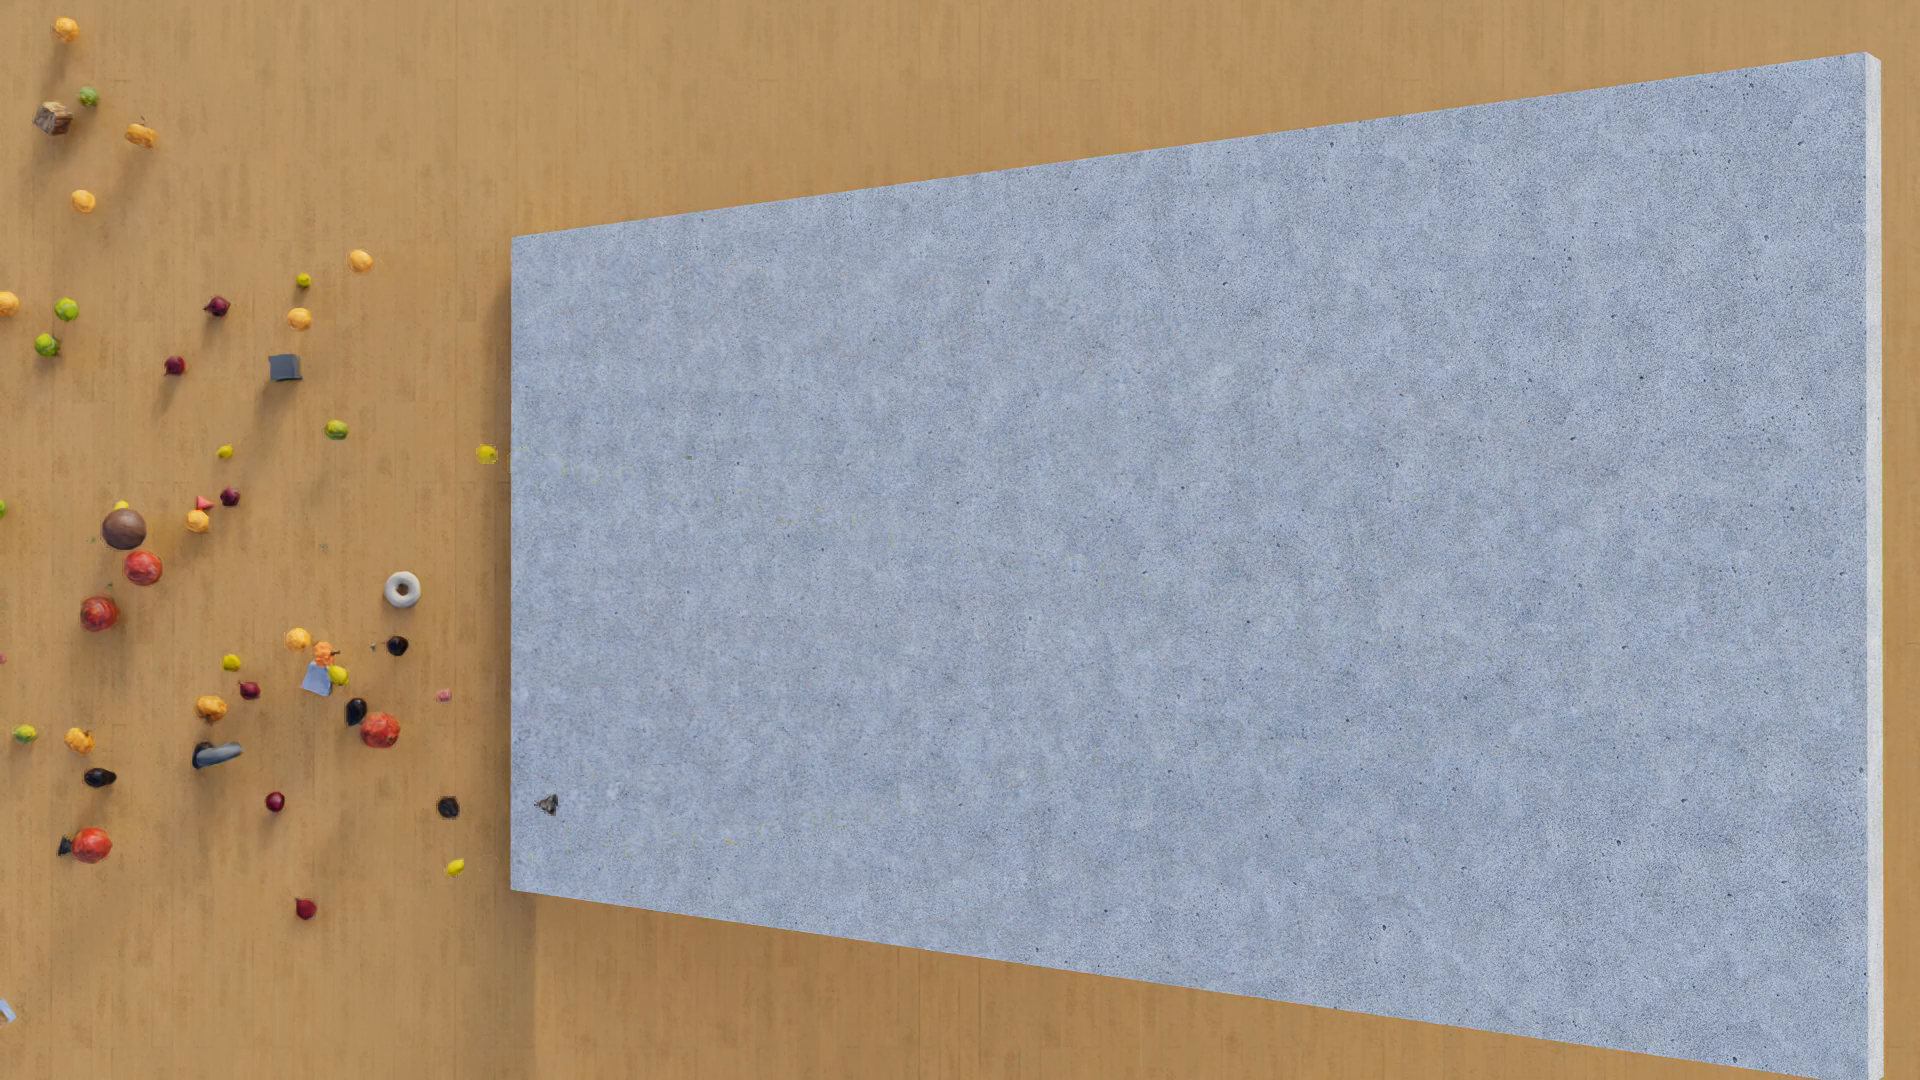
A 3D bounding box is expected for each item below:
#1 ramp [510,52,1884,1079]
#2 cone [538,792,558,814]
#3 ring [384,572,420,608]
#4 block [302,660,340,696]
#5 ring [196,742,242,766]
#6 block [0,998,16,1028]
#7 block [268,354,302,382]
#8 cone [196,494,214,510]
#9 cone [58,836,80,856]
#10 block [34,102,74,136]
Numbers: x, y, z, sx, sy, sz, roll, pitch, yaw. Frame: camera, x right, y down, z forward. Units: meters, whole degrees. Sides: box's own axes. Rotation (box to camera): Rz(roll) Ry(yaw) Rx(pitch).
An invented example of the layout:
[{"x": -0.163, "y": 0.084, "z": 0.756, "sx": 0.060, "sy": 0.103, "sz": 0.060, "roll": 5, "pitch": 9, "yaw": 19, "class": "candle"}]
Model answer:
[{"x": 0.220, "y": 0.063, "z": 5.536, "sx": 4.000, "sy": 0.100, "sz": 2.000, "roll": 0, "pitch": 90, "yaw": 39, "class": "ramp"}, {"x": -1.226, "y": 0.781, "z": 6.595, "sx": 0.060, "sy": 0.060, "sz": 0.060, "roll": 36, "pitch": 90, "yaw": 0, "class": "cone"}, {"x": -1.723, "y": 0.153, "z": 6.801, "sx": 0.113, "sy": 0.038, "sz": 0.113, "roll": 0, "pitch": 91, "yaw": 0, "class": "ring"}, {"x": -1.970, "y": 0.426, "z": 6.771, "sx": 0.080, "sy": 0.080, "sz": 0.080, "roll": 20, "pitch": 92, "yaw": -8, "class": "block"}, {"x": -2.264, "y": 0.655, "z": 6.722, "sx": 0.141, "sy": 0.141, "sz": 0.047, "roll": -14, "pitch": 93, "yaw": 0, "class": "ring"}, {"x": -2.932, "y": 1.451, "z": 6.683, "sx": 0.072, "sy": 0.072, "sz": 0.072, "roll": -34, "pitch": 92, "yaw": 2, "class": "block"}, {"x": -2.082, "y": -0.532, "z": 6.787, "sx": 0.073, "sy": 0.073, "sz": 0.073, "roll": -5, "pitch": 90, "yaw": 0, "class": "block"}, {"x": -2.335, "y": -0.112, "z": 6.809, "sx": 0.052, "sy": 0.052, "sz": 0.052, "roll": 10, "pitch": 90, "yaw": -27, "class": "cone"}, {"x": -2.750, "y": 0.950, "z": 6.798, "sx": 0.059, "sy": 0.059, "sz": 0.059, "roll": 12, "pitch": 90, "yaw": -23, "class": "cone"}, {"x": -2.793, "y": -1.298, "z": 6.775, "sx": 0.071, "sy": 0.071, "sz": 0.071, "roll": 35, "pitch": 113, "yaw": 8, "class": "block"}]
